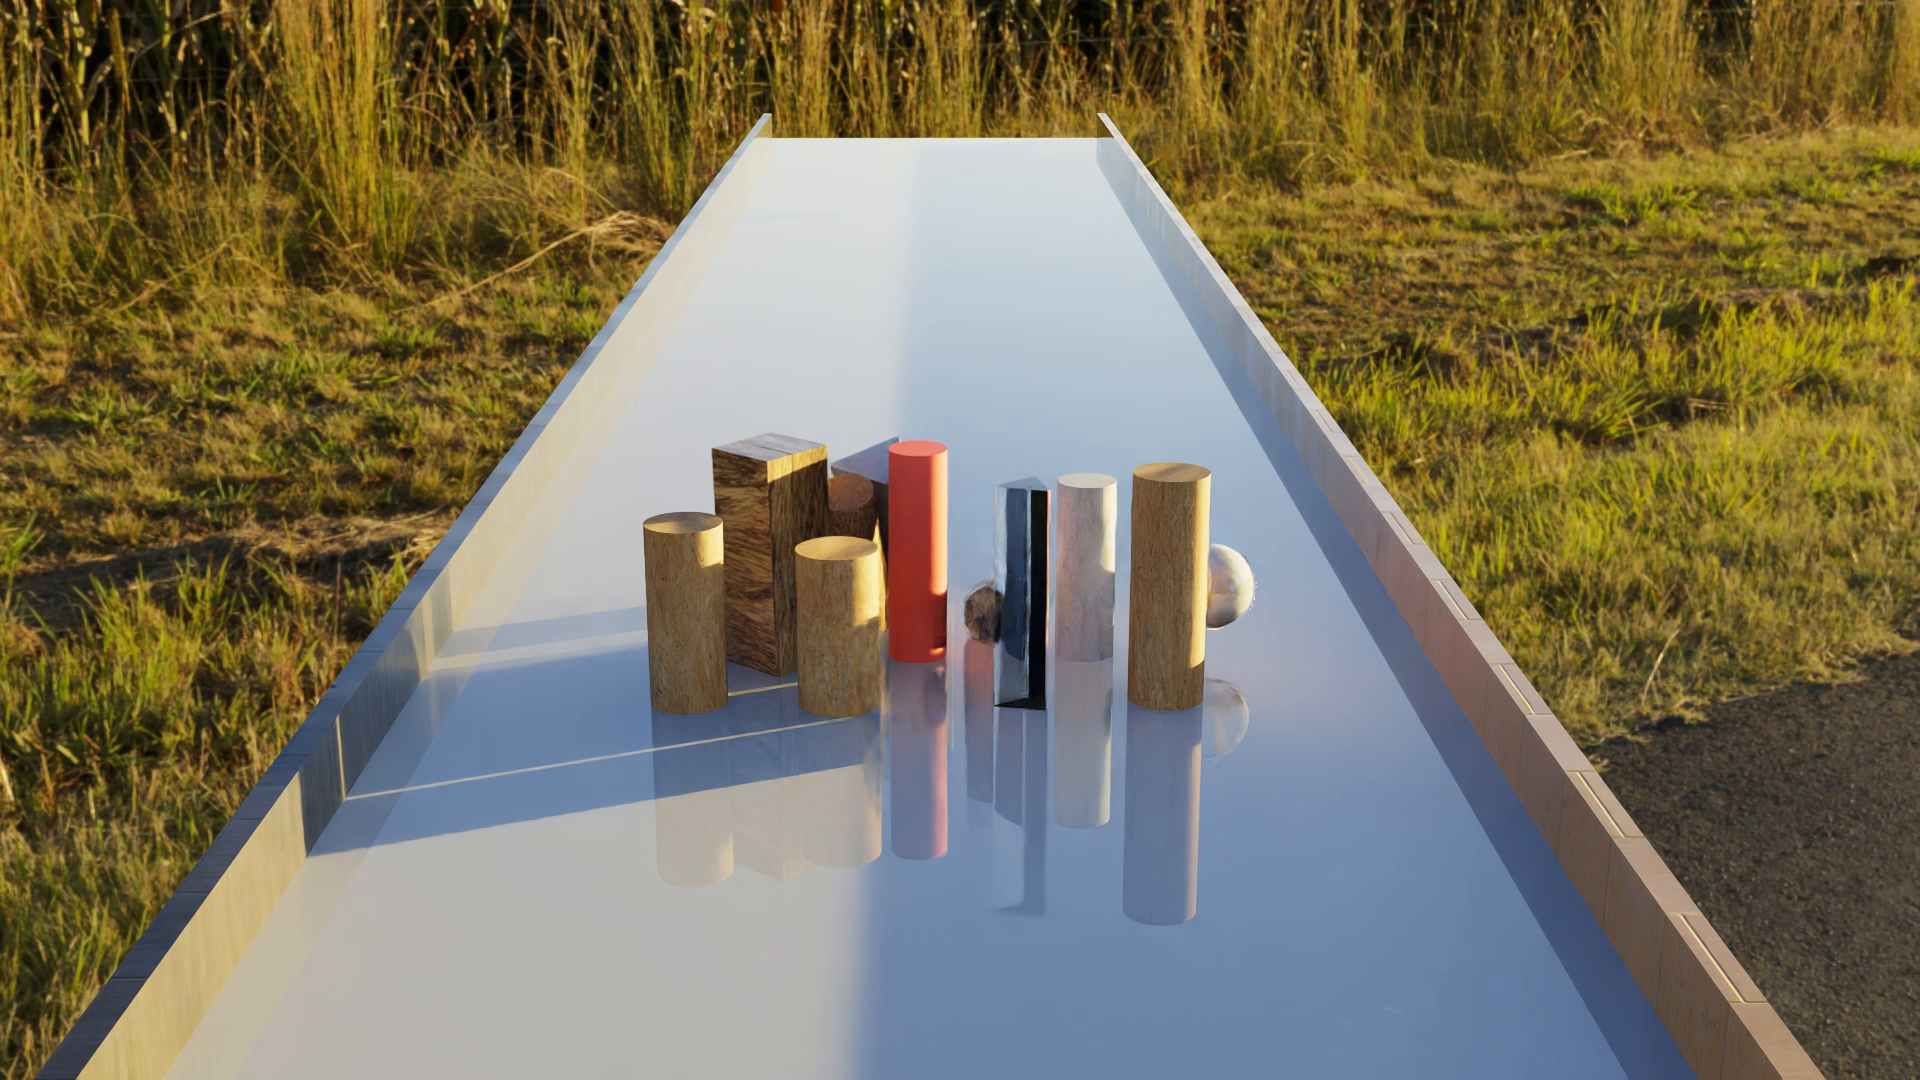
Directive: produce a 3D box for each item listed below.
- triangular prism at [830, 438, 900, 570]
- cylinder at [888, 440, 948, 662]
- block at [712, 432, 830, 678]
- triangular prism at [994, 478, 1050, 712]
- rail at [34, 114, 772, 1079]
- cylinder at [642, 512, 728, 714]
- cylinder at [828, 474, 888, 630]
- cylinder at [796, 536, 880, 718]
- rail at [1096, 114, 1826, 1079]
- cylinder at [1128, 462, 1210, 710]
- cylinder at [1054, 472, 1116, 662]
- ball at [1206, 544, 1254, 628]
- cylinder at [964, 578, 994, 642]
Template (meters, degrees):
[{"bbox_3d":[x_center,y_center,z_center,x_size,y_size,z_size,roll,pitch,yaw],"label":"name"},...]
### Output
[{"bbox_3d":[-0.131,-0.025,4.568,0.153,0.387,0.133,19,49,32],"label":"triangular prism"},{"bbox_3d":[-0.084,0.024,4.389,0.117,0.429,0.117,0,18,0],"label":"cylinder"},{"bbox_3d":[-0.369,0.027,4.358,0.158,0.440,0.158,15,23,40],"label":"block"},{"bbox_3d":[0.126,0.100,4.136,0.102,0.430,0.088,5,17,15],"label":"triangular prism"},{"bbox_3d":[-1.118,-0.838,7.780,0.050,0.150,12.000,0,17,-1],"label":"rail"},{"bbox_3d":[-0.516,0.137,4.145,0.148,0.354,0.148,0,17,0],"label":"cylinder"},{"bbox_3d":[-0.210,0.032,4.485,0.112,0.348,0.112,-4,43,4],"label":"cylinder"},{"bbox_3d":[-0.230,0.162,4.142,0.155,0.307,0.155,0,17,0],"label":"cylinder"},{"bbox_3d":[0.932,-0.844,7.801,0.050,0.150,12.000,0,17,-1],"label":"rail"},{"bbox_3d":[0.393,0.087,4.150,0.145,0.446,0.145,0,17,0],"label":"cylinder"},{"bbox_3d":[0.252,0.055,4.409,0.118,0.361,0.118,0,17,0],"label":"cylinder"},{"bbox_3d":[0.505,0.092,4.420,0.170,0.170,0.170,0,17,0],"label":"ball"},{"bbox_3d":[0.062,0.137,4.384,0.109,0.109,0.417,0,1,0],"label":"cylinder"}]
